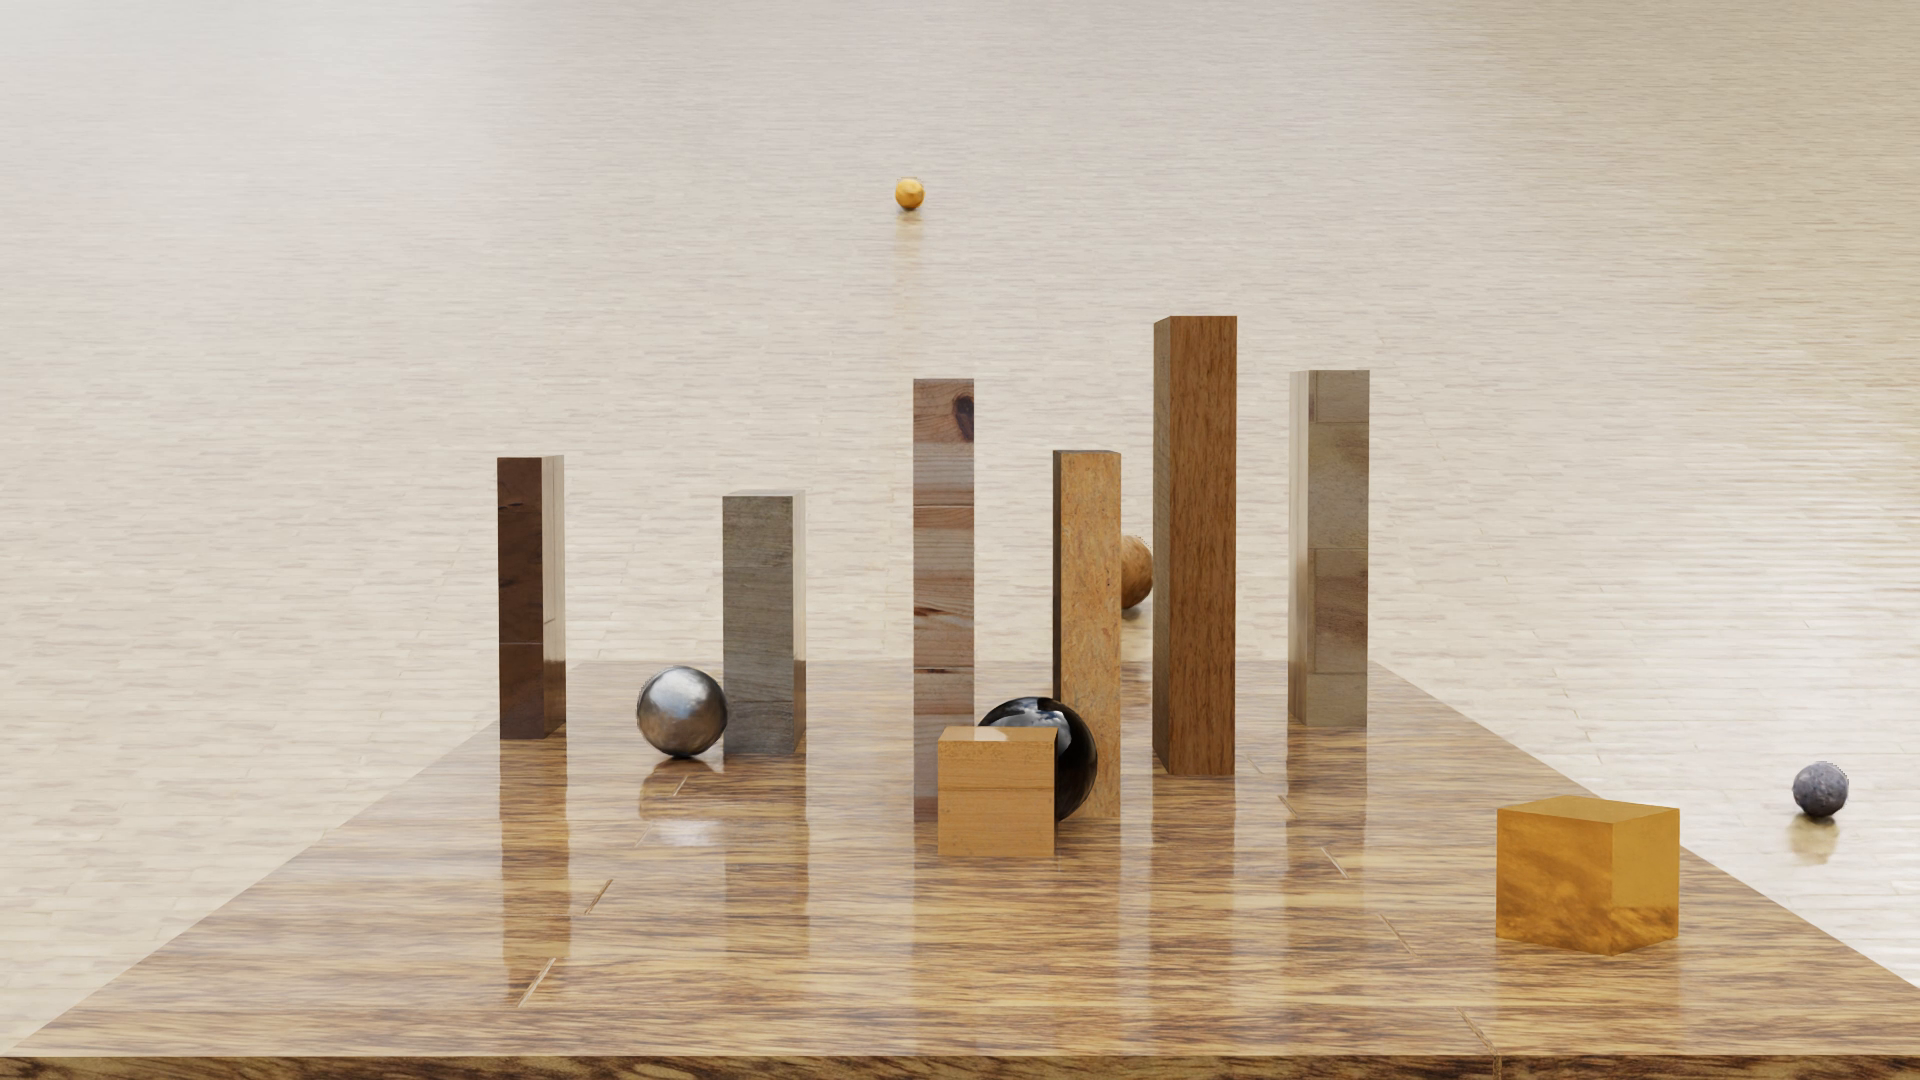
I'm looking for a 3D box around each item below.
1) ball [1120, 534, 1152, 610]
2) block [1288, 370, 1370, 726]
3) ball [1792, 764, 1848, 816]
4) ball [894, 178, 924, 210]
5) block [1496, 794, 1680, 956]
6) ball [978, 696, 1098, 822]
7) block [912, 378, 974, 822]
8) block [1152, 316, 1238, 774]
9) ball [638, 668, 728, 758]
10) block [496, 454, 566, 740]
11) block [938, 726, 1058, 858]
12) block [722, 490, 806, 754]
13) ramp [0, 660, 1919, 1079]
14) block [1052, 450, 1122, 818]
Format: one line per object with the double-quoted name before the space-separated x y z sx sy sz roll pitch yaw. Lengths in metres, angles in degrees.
"ball" 0.433 0.088 7.046 0.209 0.209 0.209 0 22 0
"block" 0.754 0.011 5.277 0.122 0.713 0.289 0 3 0
"ball" 1.985 0.577 5.935 0.123 0.123 0.123 0 22 0
"ball" -0.217 -1.496 11.124 0.131 0.131 0.131 0 22 0
"block" 0.756 0.401 3.096 0.156 0.156 0.156 3 4 44
"ball" 0.110 0.337 3.918 0.200 0.200 0.200 0 22 0
"block" -0.025 0.083 4.160 0.094 0.683 0.414 0 3 0
"block" 0.421 0.001 4.646 0.115 0.797 0.378 0 3 0
"ball" -0.507 0.315 4.706 0.164 0.164 0.164 0 22 0
"block" -0.846 0.106 5.092 0.086 0.544 0.283 0 3 0
"block" 0.057 0.364 3.738 0.165 0.165 0.165 0 3 4
"block" -0.373 0.147 4.939 0.130 0.477 0.395 0 3 0
"ramp" 0.050 0.456 4.533 2.000 0.100 4.000 0 3 0
"block" 0.203 0.140 4.172 0.093 0.568 0.349 0 3 0
